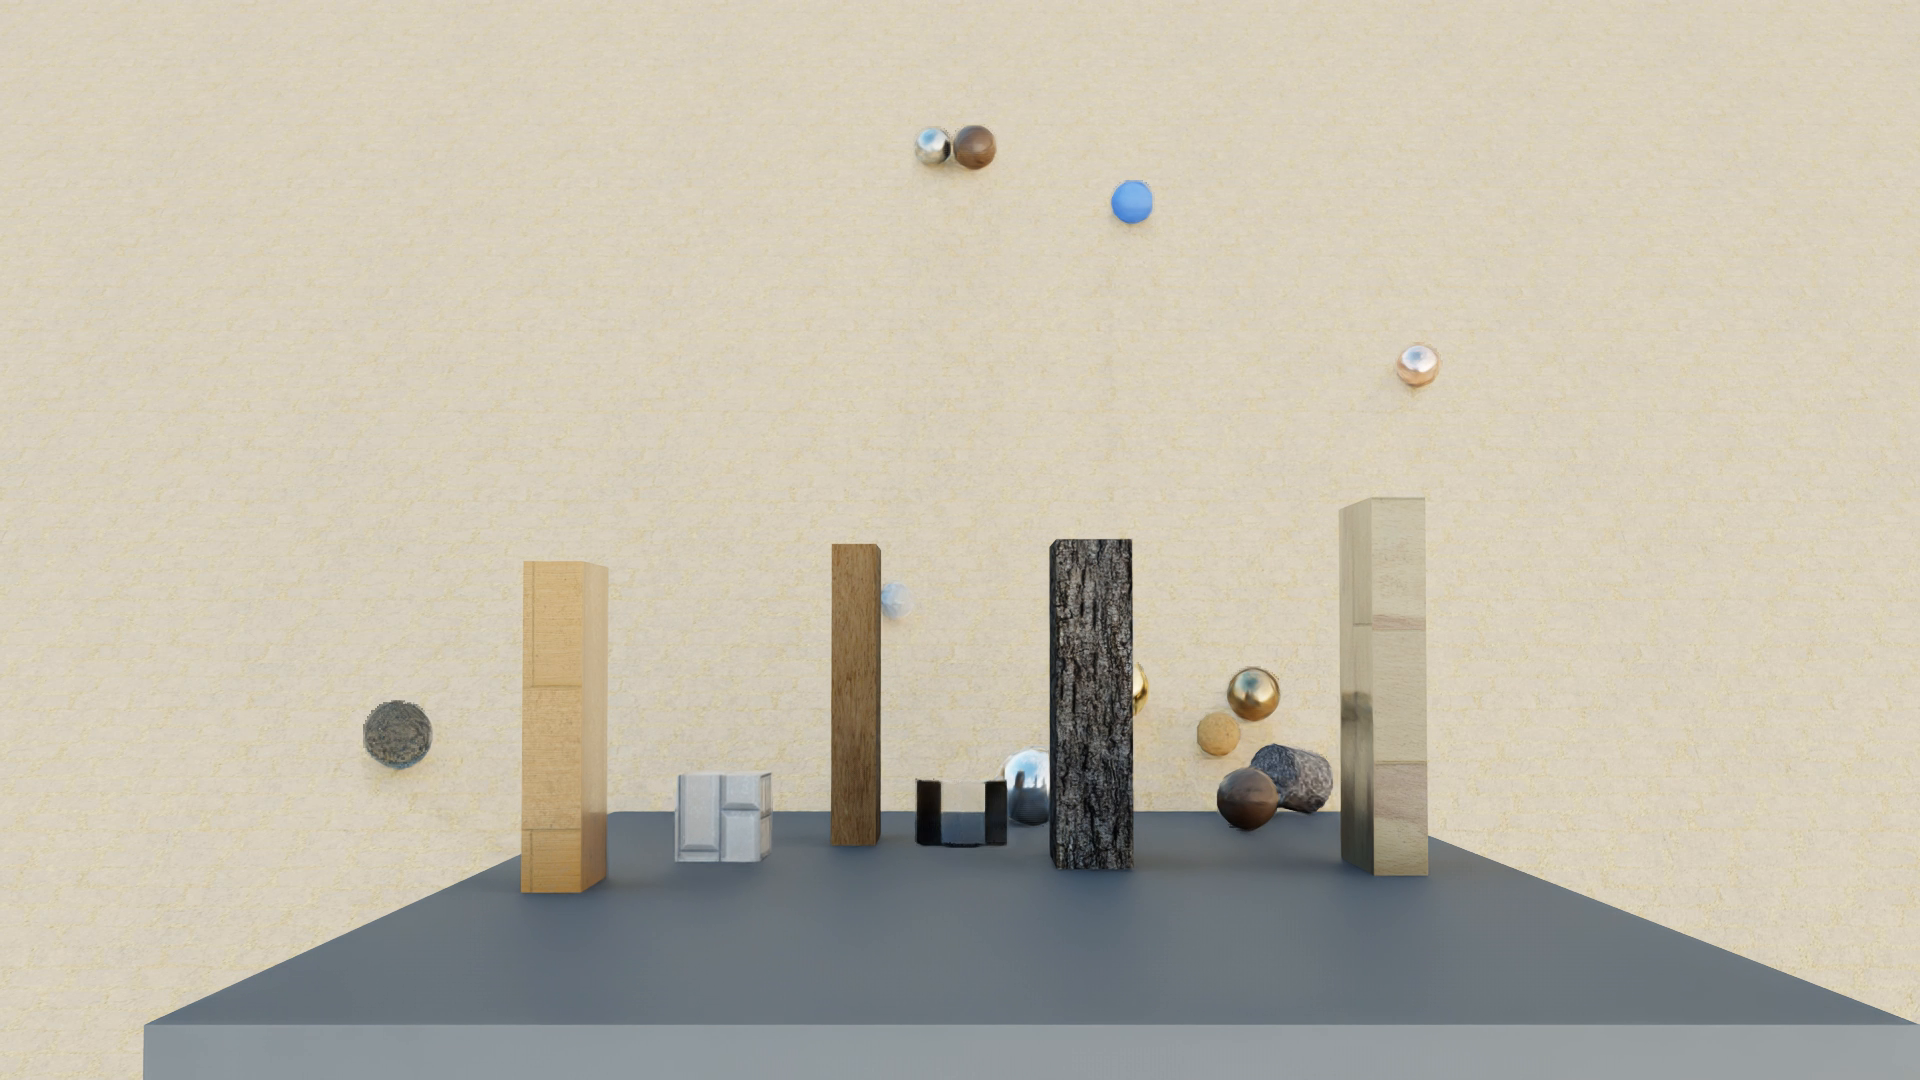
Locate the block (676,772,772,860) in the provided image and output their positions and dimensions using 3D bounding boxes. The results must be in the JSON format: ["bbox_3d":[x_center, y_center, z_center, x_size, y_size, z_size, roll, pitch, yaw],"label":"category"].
[{"bbox_3d":[-0.485,0.566,5.349,0.172,0.172,0.172,0,-3,3],"label":"block"}]

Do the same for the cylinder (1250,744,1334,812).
[{"bbox_3d":[0.852,0.616,6.707,0.156,0.156,0.156,16,20,-44],"label":"cylinder"}]

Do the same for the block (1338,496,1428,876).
[{"bbox_3d":[0.833,0.285,5.140,0.102,0.716,0.429,0,-3,0],"label":"block"}]

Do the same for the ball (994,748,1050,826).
[{"bbox_3d":[0.179,0.602,6.367,0.190,0.190,0.190,0,37,0],"label":"ball"}]

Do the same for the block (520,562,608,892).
[{"bbox_3d":[-0.717,0.335,4.737,0.105,0.581,0.335,0,-3,0],"label":"block"}]

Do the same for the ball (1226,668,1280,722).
[{"bbox_3d":[0.826,0.434,7.311,0.150,0.150,0.150,0,37,0],"label":"ball"}]

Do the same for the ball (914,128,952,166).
[{"bbox_3d":[-0.103,-1.493,9.880,0.145,0.145,0.145,0,37,0],"label":"ball"}]

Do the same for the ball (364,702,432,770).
[{"bbox_3d":[-1.542,0.537,7.146,0.185,0.185,0.185,0,37,0],"label":"ball"}]

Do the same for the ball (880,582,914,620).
[{"bbox_3d":[-0.189,0.179,7.684,0.109,0.109,0.109,0,37,0],"label":"ball"}]

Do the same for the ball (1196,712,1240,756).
[{"bbox_3d":[0.714,0.537,7.197,0.123,0.123,0.123,0,37,0],"label":"ball"}]

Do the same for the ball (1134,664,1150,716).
[{"bbox_3d":[0.446,0.420,7.311,0.173,0.173,0.173,0,37,0],"label":"ball"}]

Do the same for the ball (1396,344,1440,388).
[{"bbox_3d":[1.527,-0.581,8.666,0.144,0.144,0.144,0,37,0],"label":"ball"}]

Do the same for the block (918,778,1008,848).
[{"bbox_3d":[0.006,0.599,5.719,0.140,0.140,0.140,2,-3,-43],"label":"block"}]

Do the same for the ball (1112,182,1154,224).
[{"bbox_3d":[0.632,-1.236,9.529,0.155,0.155,0.155,0,37,0],"label":"ball"}]

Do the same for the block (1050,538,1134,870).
[{"bbox_3d":[0.262,0.327,5.261,0.150,0.642,0.384,0,-3,0],"label":"block"}]

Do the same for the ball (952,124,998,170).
[{"bbox_3d":[0.056,-1.488,9.853,0.169,0.169,0.169,0,37,0],"label":"ball"}]

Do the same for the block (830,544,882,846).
[{"bbox_3d":[-0.233,0.345,5.876,0.098,0.660,0.351,0,-3,0],"label":"block"}]

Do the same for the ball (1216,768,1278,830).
[{"bbox_3d":[0.686,0.617,6.204,0.147,0.147,0.147,0,37,0],"label":"ball"}]

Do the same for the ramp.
[{"bbox_3d":[0.081,0.684,4.924,2.000,0.100,4.000,0,-3,0],"label":"ramp"}]
